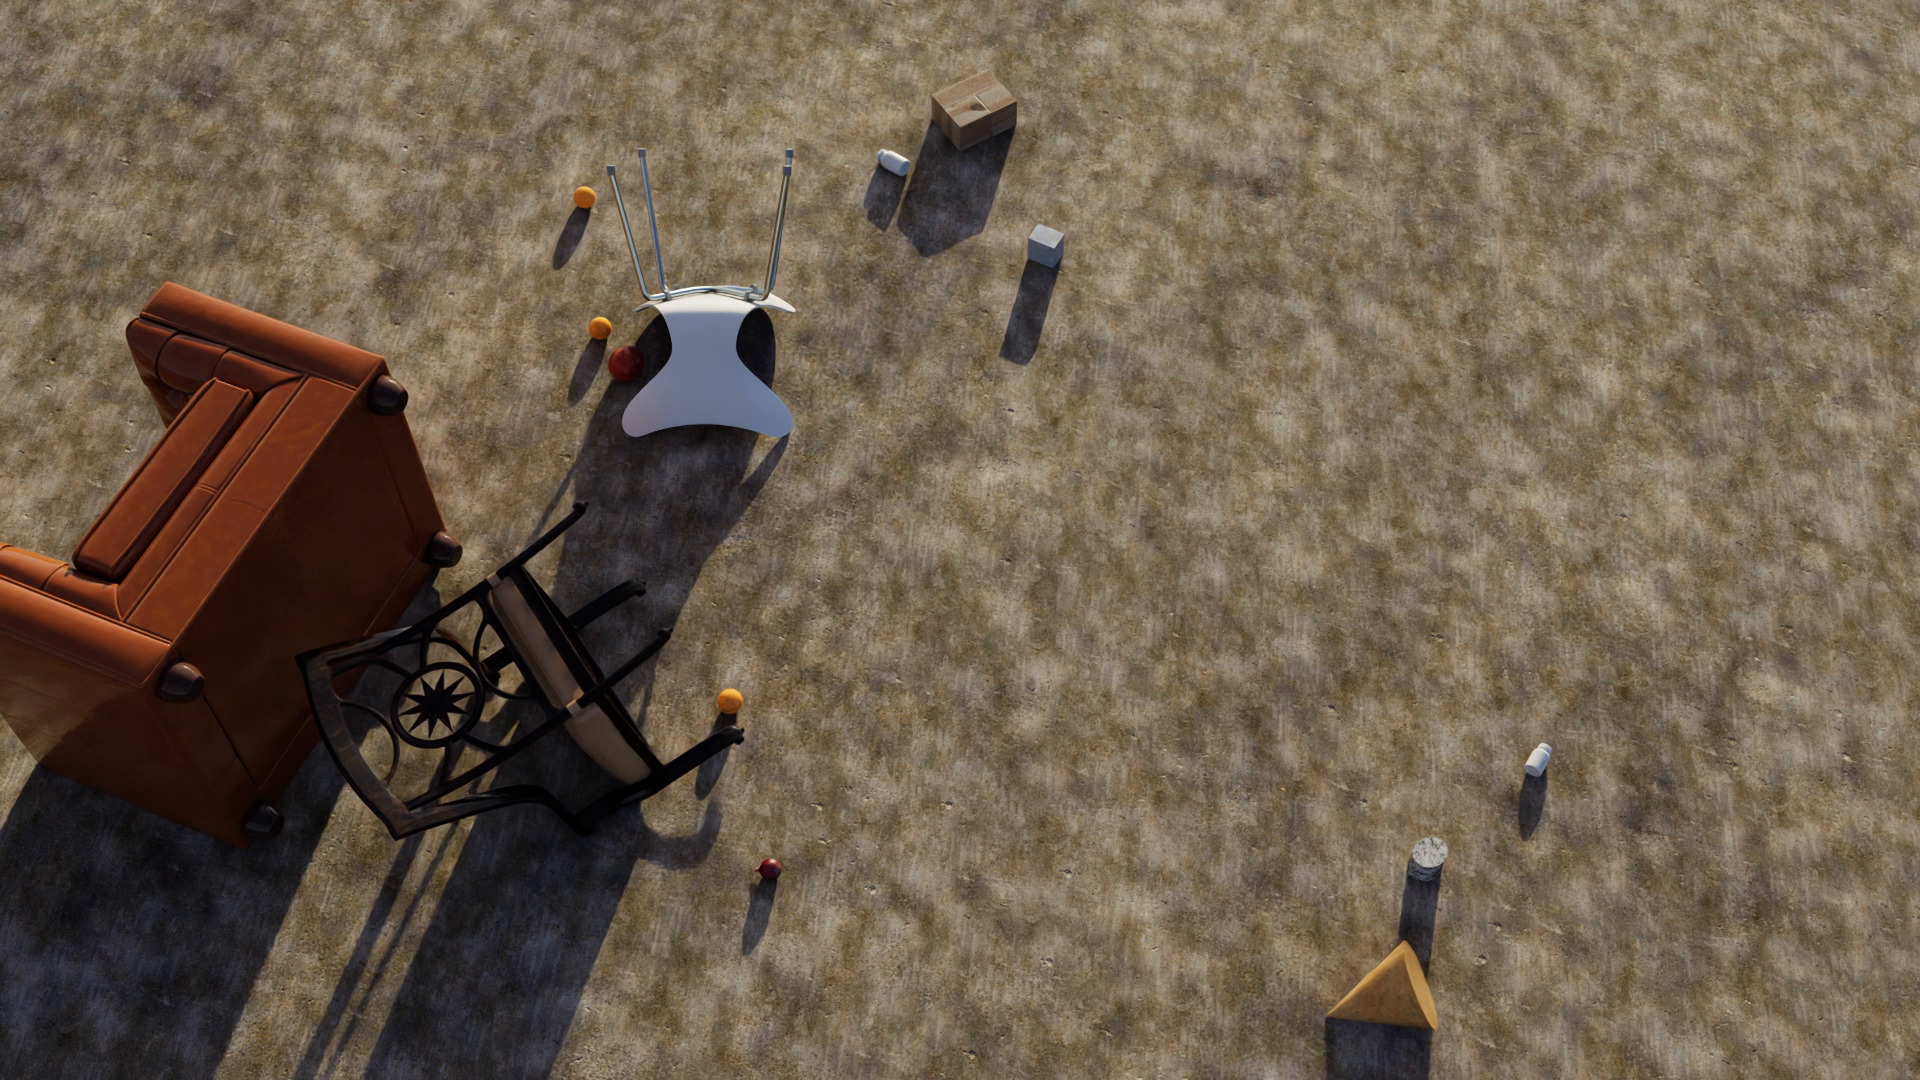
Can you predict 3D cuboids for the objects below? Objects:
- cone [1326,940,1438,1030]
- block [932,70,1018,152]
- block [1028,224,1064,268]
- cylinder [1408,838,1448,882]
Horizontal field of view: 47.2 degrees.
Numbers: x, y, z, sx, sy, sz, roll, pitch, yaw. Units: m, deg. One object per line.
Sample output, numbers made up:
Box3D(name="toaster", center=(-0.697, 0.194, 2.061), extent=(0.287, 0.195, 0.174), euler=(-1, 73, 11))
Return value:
Box3D(name="cone", center=(1.069, 1.194, 5.704), extent=(0.263, 0.256, 0.234), euler=(-22, 93, 16))
Box3D(name="block", center=(0.048, -1.464, 7.488), extent=(0.229, 0.114, 0.182), euler=(-28, 61, -17))
Box3D(name="block", center=(0.280, -0.957, 7.157), extent=(0.095, 0.097, 0.072), euler=(25, 60, 16))
Box3D(name="cylinder", center=(1.263, 0.863, 5.943), extent=(0.101, 0.087, 0.083), euler=(-31, 61, -19))
